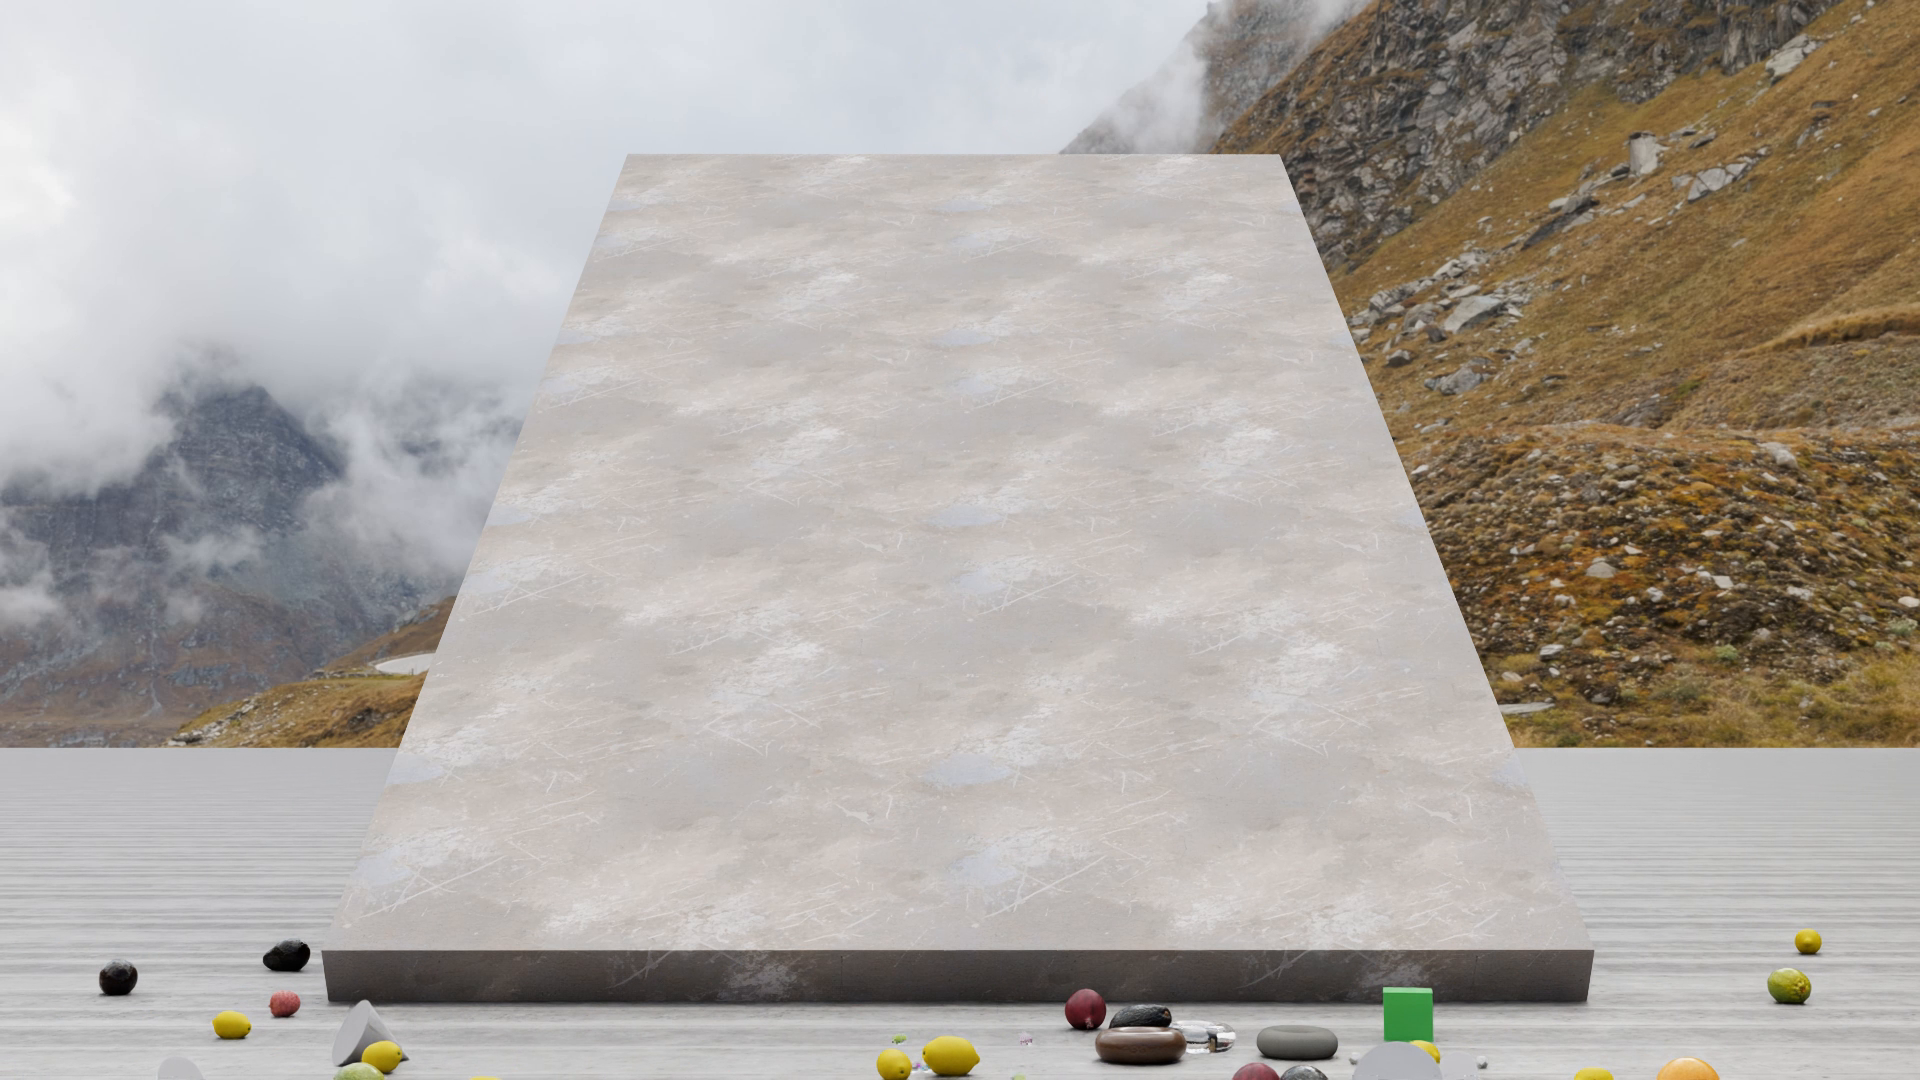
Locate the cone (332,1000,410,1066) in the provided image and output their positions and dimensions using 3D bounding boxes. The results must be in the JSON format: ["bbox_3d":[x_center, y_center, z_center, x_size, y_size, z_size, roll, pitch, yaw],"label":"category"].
[{"bbox_3d":[-0.746,0.652,3.056,0.089,0.089,0.089,33,-20,-25],"label":"cone"}]

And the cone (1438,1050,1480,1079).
[{"bbox_3d":[0.591,0.633,2.760,0.059,0.059,0.059,41,-27,-28],"label":"cone"}]

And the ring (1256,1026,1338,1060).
[{"bbox_3d":[0.442,0.659,3.113,0.106,0.035,0.106,1,-4,0],"label":"ring"}]

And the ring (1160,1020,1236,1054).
[{"bbox_3d":[0.314,0.664,3.174,0.109,0.036,0.109,1,-6,0],"label":"ring"}]

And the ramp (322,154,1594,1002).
[{"bbox_3d":[-0.011,-0.226,5.529,2.000,0.100,4.000,0,27,0],"label":"ramp"}]

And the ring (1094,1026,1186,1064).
[{"bbox_3d":[0.234,0.654,3.072,0.119,0.040,0.119,-1,-6,0],"label":"ring"}]

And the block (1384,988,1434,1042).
[{"bbox_3d":[0.622,0.659,3.297,0.066,0.066,0.066,-1,-5,10],"label":"block"}]

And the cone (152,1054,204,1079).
[{"bbox_3d":[-0.901,0.626,2.688,0.063,0.063,0.063,-43,-29,29],"label":"cone"}]

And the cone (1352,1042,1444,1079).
[{"bbox_3d":[0.480,0.610,2.589,0.097,0.097,0.097,-1,-32,13],"label":"cone"}]
